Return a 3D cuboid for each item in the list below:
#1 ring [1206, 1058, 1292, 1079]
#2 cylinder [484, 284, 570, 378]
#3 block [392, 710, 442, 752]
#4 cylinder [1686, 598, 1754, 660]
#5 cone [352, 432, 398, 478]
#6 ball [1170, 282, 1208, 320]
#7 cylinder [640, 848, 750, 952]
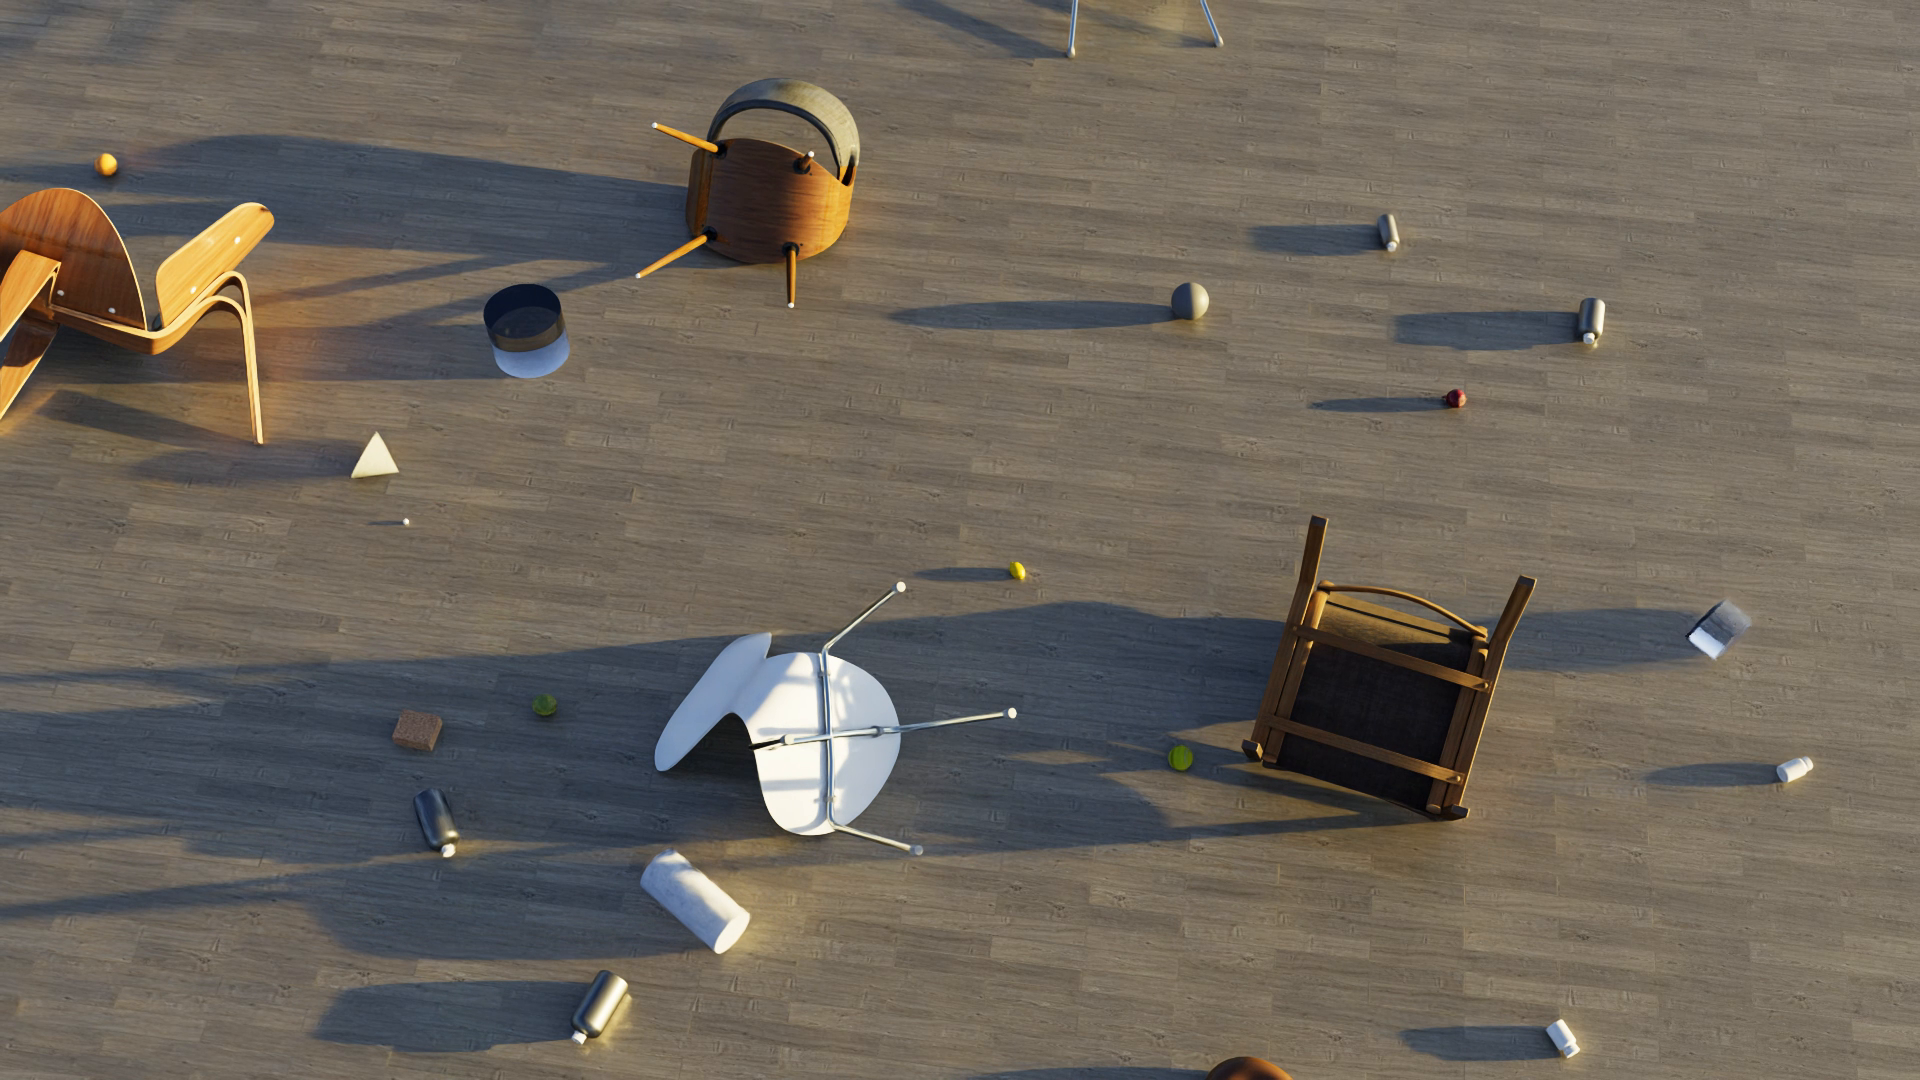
[{"bbox_3d":[0.748,1.452,5.545,0.269,0.093,0.320,-30,62,-18],"label":"ring"},{"bbox_3d":[-1.357,-0.655,6.895,0.240,0.196,0.221,-8,56,-5],"label":"cylinder"},{"bbox_3d":[-1.527,0.535,6.189,0.109,0.043,0.092,10,57,7],"label":"block"},{"bbox_3d":[2.193,0.256,6.343,0.193,0.097,0.099,-36,63,-26],"label":"cylinder"},{"bbox_3d":[-1.763,-0.234,6.704,0.115,0.098,0.171,28,64,-10],"label":"cone"},{"bbox_3d":[0.733,-0.761,7.012,0.120,0.120,0.120,0,56,0],"label":"ball"},{"bbox_3d":[-0.706,0.958,5.853,0.282,0.132,0.128,37,23,22],"label":"cylinder"}]
